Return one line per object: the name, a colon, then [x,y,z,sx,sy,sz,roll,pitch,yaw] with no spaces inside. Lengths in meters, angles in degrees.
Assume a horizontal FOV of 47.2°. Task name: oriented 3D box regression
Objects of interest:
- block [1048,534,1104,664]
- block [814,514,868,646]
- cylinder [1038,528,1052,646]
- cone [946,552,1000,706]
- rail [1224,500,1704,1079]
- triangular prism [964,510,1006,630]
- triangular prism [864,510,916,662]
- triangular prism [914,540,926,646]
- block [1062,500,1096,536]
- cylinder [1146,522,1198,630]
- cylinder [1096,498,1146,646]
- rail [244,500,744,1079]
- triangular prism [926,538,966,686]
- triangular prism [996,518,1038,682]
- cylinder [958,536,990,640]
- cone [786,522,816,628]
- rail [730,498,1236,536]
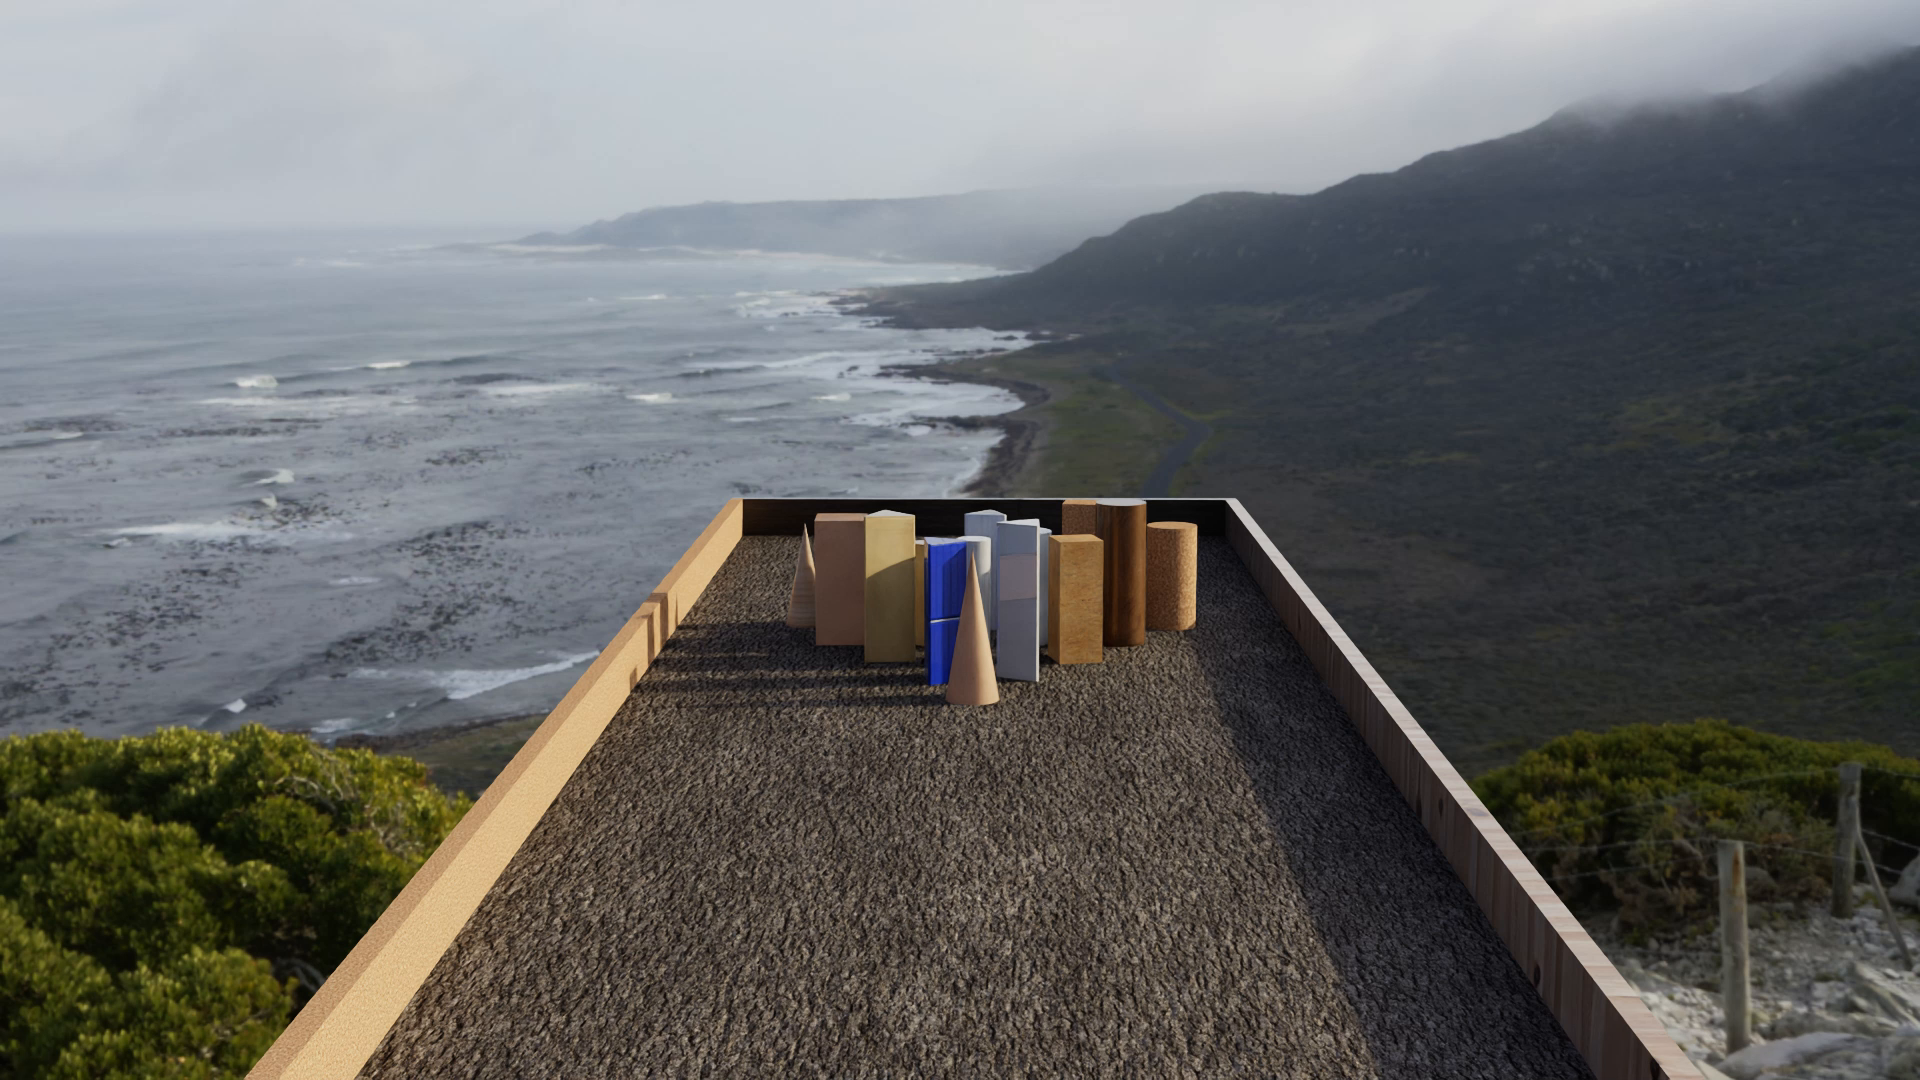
block: [0.351,0.179,6.689,0.134,0.373,0.134,-2,9,-13]
block: [-0.373,0.123,6.967,0.163,0.396,0.163,0,9,-1]
cylinder: [0.211,0.146,6.950,0.157,0.355,0.157,0,9,0]
cone: [0.035,0.236,6.153,0.153,0.428,0.153,0,9,0]
rail: [1.046,0.843,3.208,0.050,0.150,12.000,0,9,1]
triangular prism: [0.092,0.096,7.190,0.135,0.380,0.117,2,9,10]
triangular prism: [-0.221,0.138,6.709,0.152,0.447,0.132,-1,9,-8]
triangular prism: [-0.091,0.164,6.945,0.139,0.323,0.120,8,12,41]
block: [0.398,0.078,7.204,0.115,0.410,0.115,2,9,10]
cylinder: [0.692,0.117,7.201,0.164,0.335,0.164,0,9,0]
cylinder: [0.506,0.102,6.937,0.159,0.447,0.159,0,9,0]
rail: [-1.004,0.839,3.234,0.050,0.150,12.000,0,9,1]
triangular prism: [-0.068,0.203,6.409,0.132,0.414,0.114,-7,11,-36]
triangular prism: [0.198,0.172,6.457,0.139,0.459,0.121,5,10,30]
cylinder: [0.042,0.182,6.653,0.102,0.378,0.102,0,9,0]
cone: [-0.508,0.110,7.230,0.133,0.339,0.133,0,9,0]
rail: [0.099,-0.098,9.147,2.100,0.150,0.050,0,9,1]
